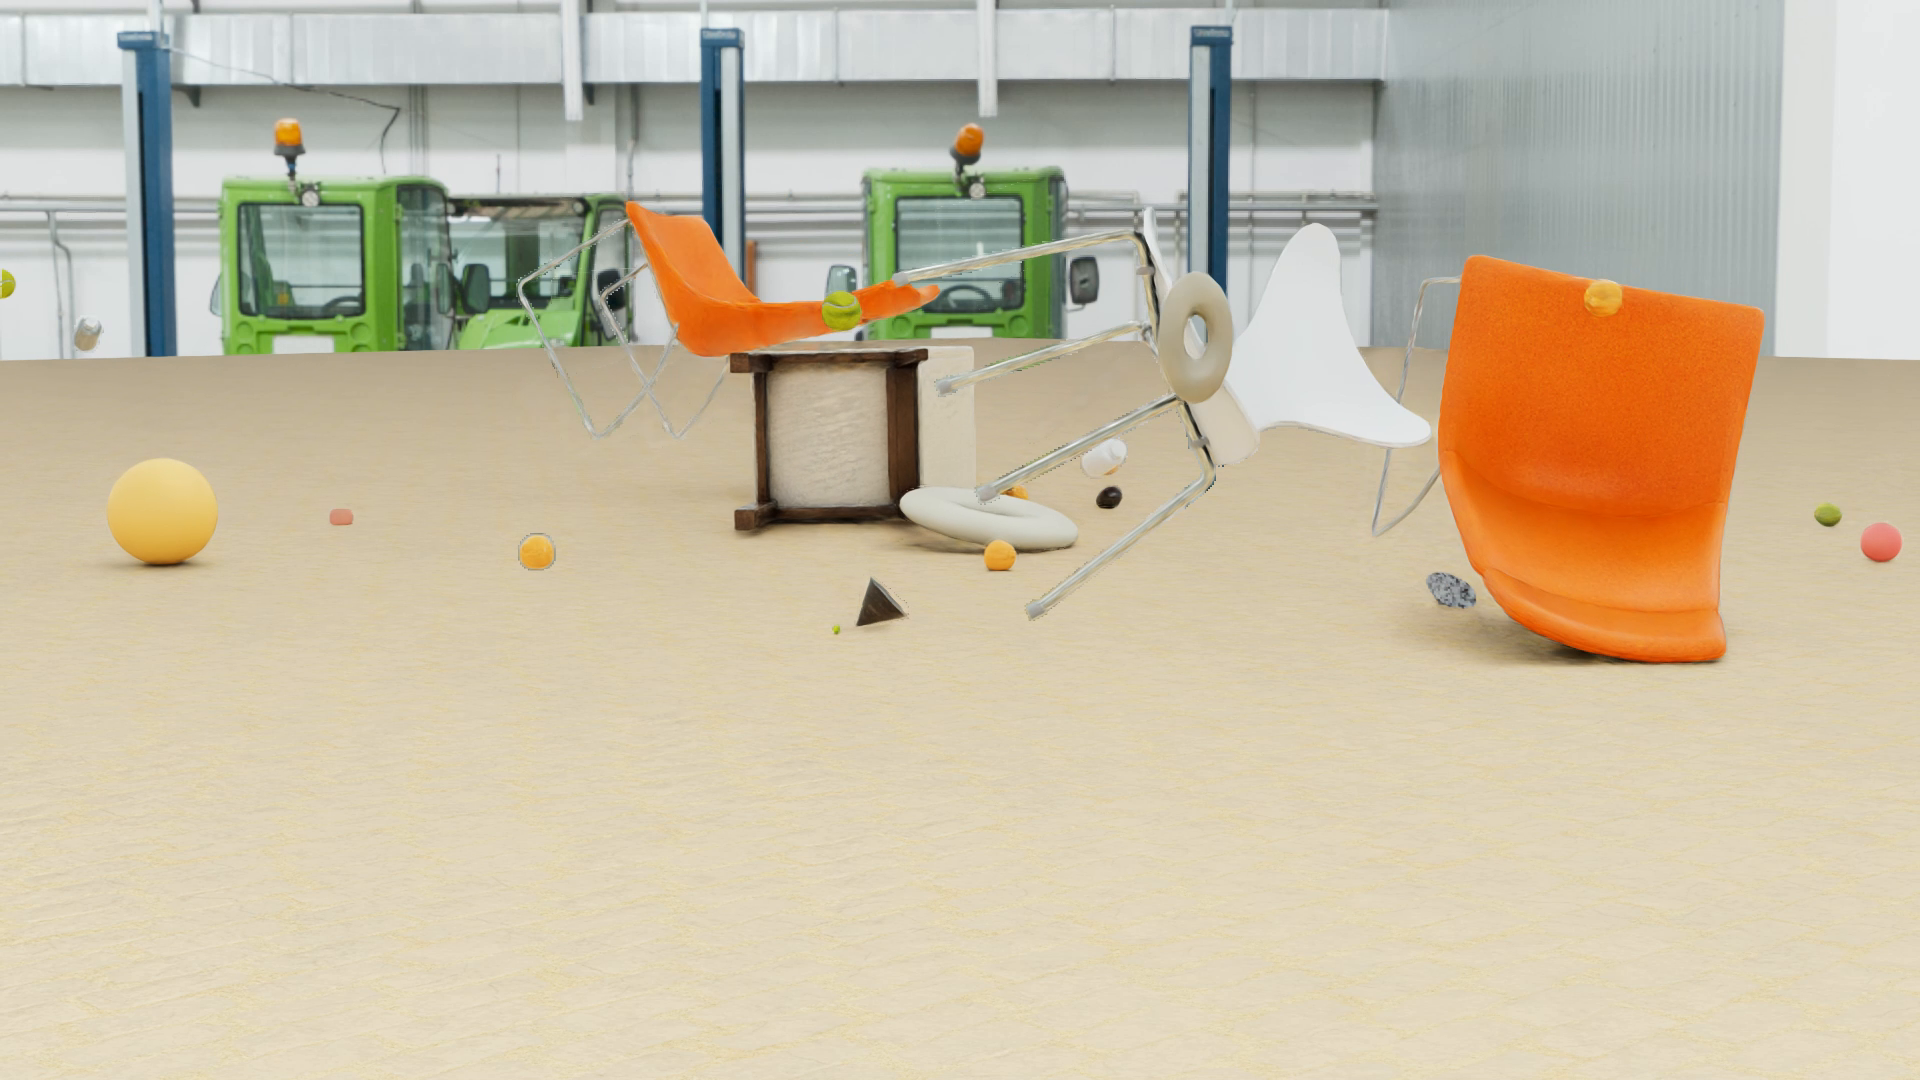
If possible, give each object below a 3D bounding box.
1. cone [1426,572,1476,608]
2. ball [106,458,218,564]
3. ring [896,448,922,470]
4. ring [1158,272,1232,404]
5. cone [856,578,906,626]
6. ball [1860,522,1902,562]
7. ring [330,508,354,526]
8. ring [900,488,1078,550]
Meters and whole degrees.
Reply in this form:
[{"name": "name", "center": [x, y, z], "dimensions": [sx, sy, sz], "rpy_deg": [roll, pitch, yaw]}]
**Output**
[{"name": "cone", "center": [0.971, 0.115, 5.133], "dimensions": [0.111, 0.078, 0.054], "rpy_deg": [21, -39, -8]}, {"name": "ball", "center": [-1.819, -0.065, 5.855], "dimensions": [0.244, 0.244, 0.244], "rpy_deg": [0, 6, 0]}, {"name": "ring", "center": [-0.173, -0.275, 8.753], "dimensions": [0.116, 0.021, 0.105], "rpy_deg": [40, 13, 25]}, {"name": "ring", "center": [0.405, -0.348, 4.406], "dimensions": [0.131, 0.226, 0.052], "rpy_deg": [0, 4, -9]}, {"name": "cone", "center": [-0.165, 0.135, 4.819], "dimensions": [0.109, 0.086, 0.085], "rpy_deg": [46, 4, -37]}, {"name": "ball", "center": [2.125, 0.005, 5.917], "dimensions": [0.092, 0.092, 0.092], "rpy_deg": [0, 6, 0]}, {"name": "ring", "center": [-1.640, -0.061, 6.799], "dimensions": [0.062, 0.042, 0.067], "rpy_deg": [-5, 10, -30]}, {"name": "ring", "center": [0.072, -0.053, 6.279], "dimensions": [0.451, 0.073, 0.417], "rpy_deg": [7, 12, -21]}]
